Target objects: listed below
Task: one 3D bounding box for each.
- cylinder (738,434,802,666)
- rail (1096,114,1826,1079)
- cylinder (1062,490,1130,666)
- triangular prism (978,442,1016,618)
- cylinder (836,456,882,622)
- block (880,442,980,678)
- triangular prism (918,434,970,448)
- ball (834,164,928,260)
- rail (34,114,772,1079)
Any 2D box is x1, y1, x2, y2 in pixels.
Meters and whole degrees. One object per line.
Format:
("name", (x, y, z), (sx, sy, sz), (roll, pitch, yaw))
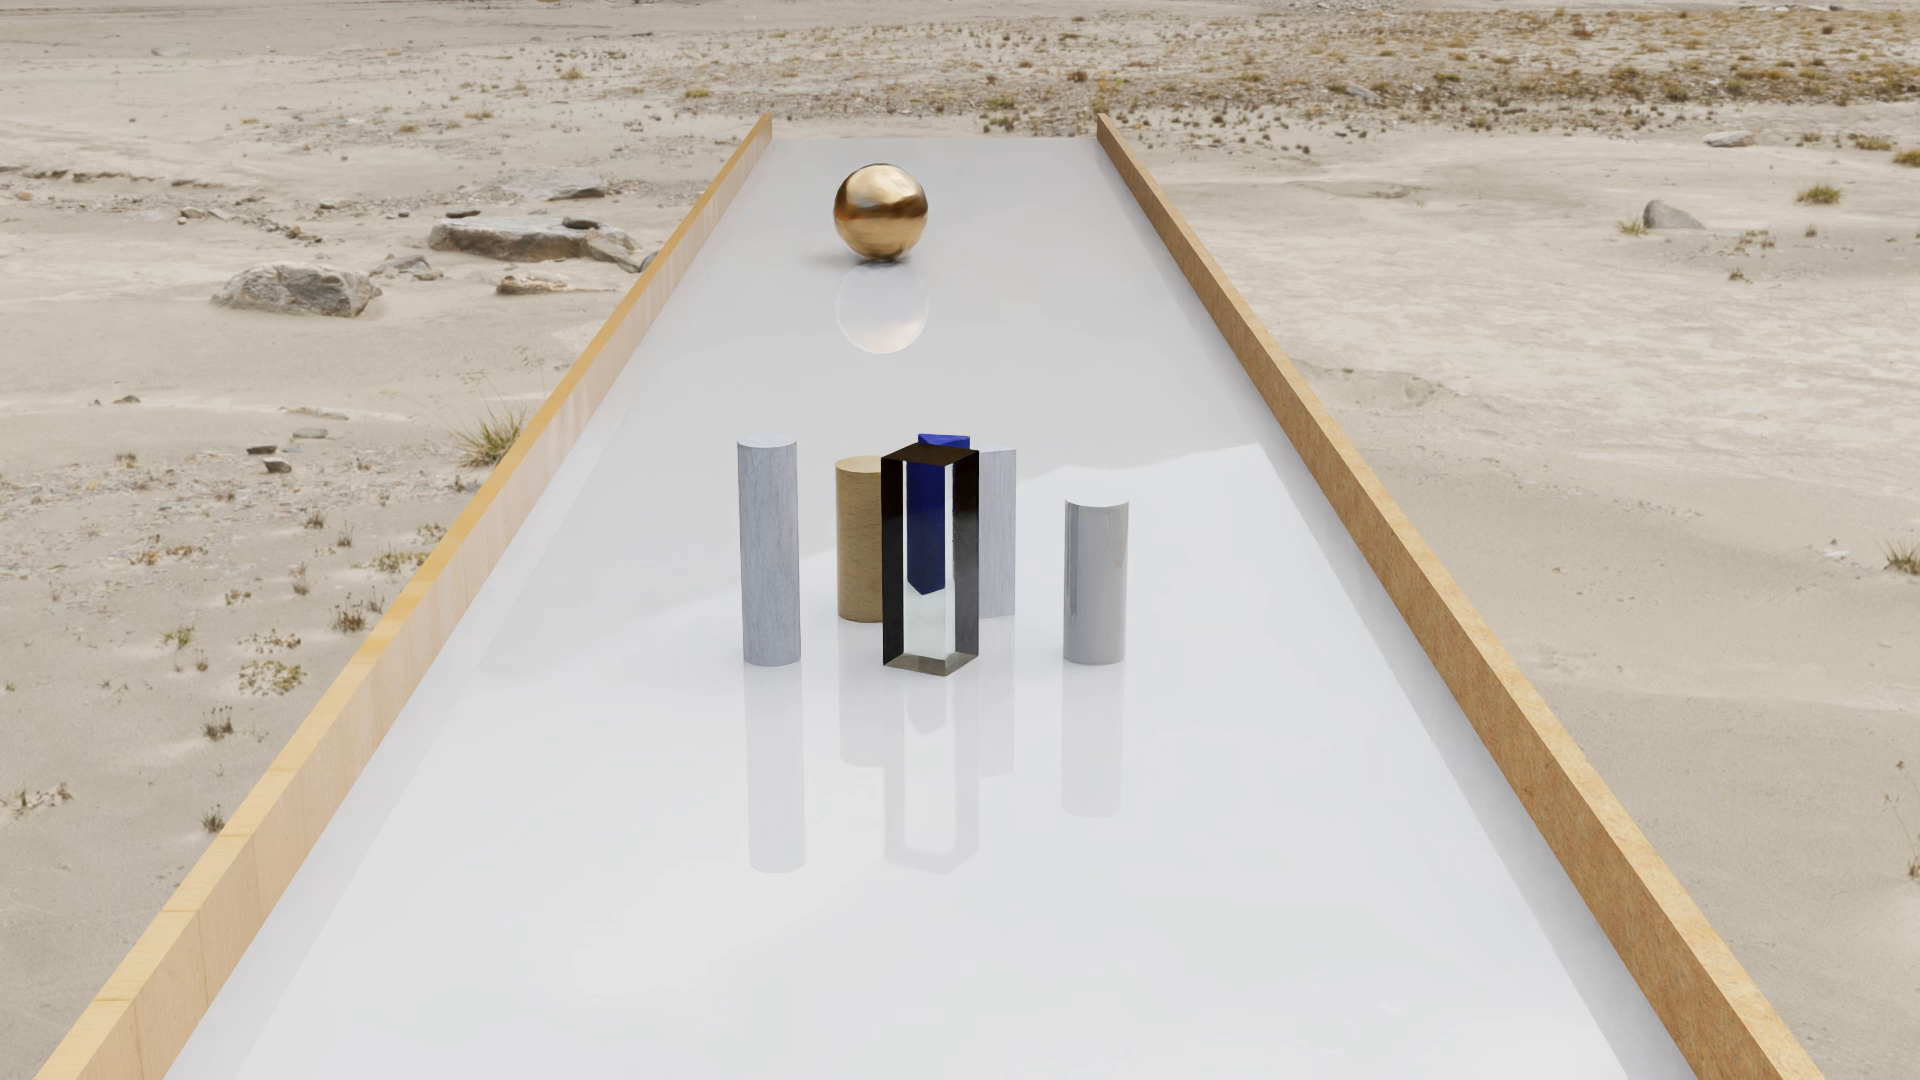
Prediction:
("cylinder", (-0.378, 0.020, 4.369), (0.116, 0.450, 0.116), (0, 17, 0))
("rail", (0.932, -0.844, 7.801), (0.050, 0.150, 12.000), (0, 17, -1))
("cylinder", (0.271, 0.075, 4.399), (0.128, 0.329, 0.128), (0, 17, 0))
("triangular prism", (0.062, -0.021, 4.660), (0.089, 0.364, 0.077), (-6, 18, -20))
("cylinder", (-0.190, -0.003, 4.660), (0.144, 0.328, 0.144), (0, 17, 0))
("block", (-0.058, 0.037, 4.351), (0.142, 0.428, 0.142), (9, 19, 27))
("triangular prism", (-0.054, -0.071, 4.894), (0.101, 0.325, 0.116), (14, 22, 40))
("ball", (-0.327, -1.358, 9.097), (0.396, 0.396, 0.396), (0, 17, 0))
("rail", (-1.118, -0.838, 7.780), (0.050, 0.150, 12.000), (0, 17, -1))
